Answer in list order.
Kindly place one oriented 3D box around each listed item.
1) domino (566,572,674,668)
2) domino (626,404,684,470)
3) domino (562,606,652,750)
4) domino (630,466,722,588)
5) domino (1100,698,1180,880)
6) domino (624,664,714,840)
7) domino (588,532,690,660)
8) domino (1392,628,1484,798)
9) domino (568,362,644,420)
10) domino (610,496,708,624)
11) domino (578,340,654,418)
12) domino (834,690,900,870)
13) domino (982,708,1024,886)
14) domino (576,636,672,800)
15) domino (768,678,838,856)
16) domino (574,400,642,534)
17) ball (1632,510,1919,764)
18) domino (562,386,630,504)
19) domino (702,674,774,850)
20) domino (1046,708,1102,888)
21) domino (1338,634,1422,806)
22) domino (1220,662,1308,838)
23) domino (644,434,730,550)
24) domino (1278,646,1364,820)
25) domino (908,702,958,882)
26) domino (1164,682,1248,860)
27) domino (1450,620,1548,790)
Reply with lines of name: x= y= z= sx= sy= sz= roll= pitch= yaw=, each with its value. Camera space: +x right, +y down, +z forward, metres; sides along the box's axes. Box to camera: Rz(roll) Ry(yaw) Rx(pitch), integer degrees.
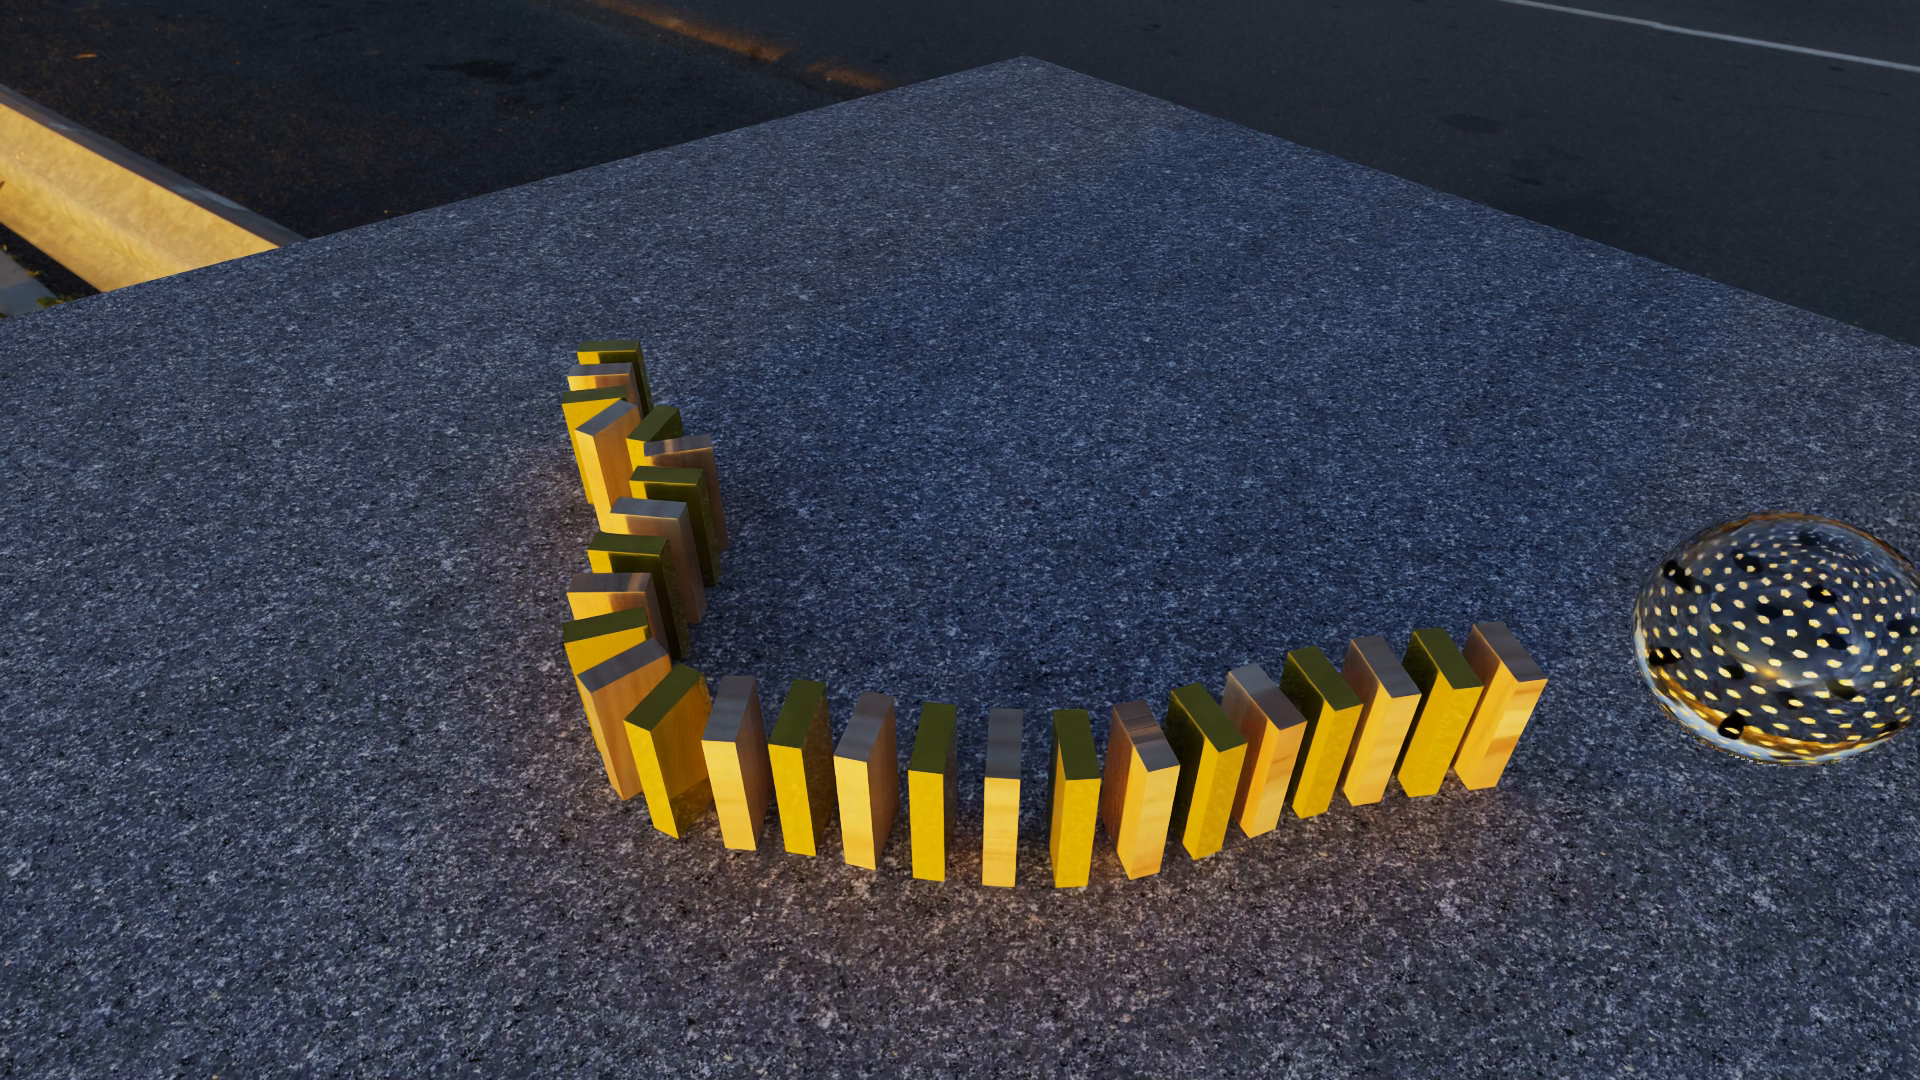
domino: x=-0.113 y=0.033 z=0.371 sx=0.025 sy=0.050 sz=0.009 roll=0 pitch=39 yaw=-1
domino: x=-0.119 y=-0.026 z=0.443 sx=0.010 sy=0.050 sz=0.025 roll=11 pitch=40 yaw=13
domino: x=-0.110 y=0.045 z=0.356 sx=0.025 sy=0.050 sz=0.009 roll=-12 pitch=41 yaw=-14
domino: x=-0.107 y=-0.004 z=0.417 sx=0.025 sy=0.050 sz=0.009 roll=3 pitch=39 yaw=4
domino: x=0.052 y=0.073 z=0.322 sx=0.009 sy=0.050 sz=0.025 roll=-10 pitch=40 yaw=-12
domino: x=-0.085 y=0.064 z=0.333 sx=0.010 sy=0.050 sz=0.025 roll=18 pitch=43 yaw=20
domino: x=-0.112 y=0.021 z=0.386 sx=0.025 sy=0.050 sz=0.009 roll=4 pitch=40 yaw=5
domino: x=0.146 y=0.054 z=0.345 sx=0.010 sy=0.050 sz=0.025 roll=-5 pitch=40 yaw=-6
domino: x=-0.150 y=-0.052 z=0.475 sx=0.025 sy=0.050 sz=0.009 roll=-3 pitch=39 yaw=-4
domino: x=-0.109 y=0.008 z=0.402 sx=0.025 sy=0.050 sz=0.010 roll=5 pitch=40 yaw=6
domino: x=-0.152 y=-0.064 z=0.490 sx=0.025 sy=0.050 sz=0.009 roll=-2 pitch=39 yaw=-2
domino: x=-0.027 y=0.071 z=0.324 sx=0.010 sy=0.050 sz=0.025 roll=9 pitch=40 yaw=11
domino: x=0.012 y=0.075 z=0.320 sx=0.010 sy=0.050 sz=0.025 roll=3 pitch=39 yaw=3
domino: x=-0.100 y=0.056 z=0.343 sx=0.025 sy=0.050 sz=0.010 roll=-28 pitch=47 yaw=-30
domino: x=-0.046 y=0.068 z=0.328 sx=0.009 sy=0.050 sz=0.025 roll=7 pitch=40 yaw=8
domino: x=-0.138 y=-0.029 z=0.446 sx=0.010 sy=0.050 sz=0.025 roll=20 pitch=43 yaw=22
ball: x=0.261 y=0.031 z=0.350 sx=0.080 sy=0.080 sz=0.080 roll=0 pitch=39 yaw=0
domino: x=-0.148 y=-0.039 z=0.460 sx=0.025 sy=0.050 sz=0.009 roll=-8 pitch=40 yaw=-9
domino: x=-0.066 y=0.067 z=0.329 sx=0.009 sy=0.050 sz=0.025 roll=3 pitch=39 yaw=4
domino: x=0.032 y=0.075 z=0.319 sx=0.009 sy=0.050 sz=0.025 roll=-2 pitch=39 yaw=-3
domino: x=0.126 y=0.057 z=0.342 sx=0.009 sy=0.050 sz=0.025 roll=-7 pitch=40 yaw=-9
domino: x=0.089 y=0.064 z=0.333 sx=0.010 sy=0.050 sz=0.025 roll=-15 pitch=42 yaw=-18
domino: x=-0.107 y=-0.017 z=0.432 sx=0.025 sy=0.050 sz=0.009 roll=-10 pitch=40 yaw=-12
domino: x=0.107 y=0.060 z=0.339 sx=0.010 sy=0.050 sz=0.025 roll=-12 pitch=41 yaw=-14
domino: x=-0.007 y=0.074 z=0.321 sx=0.009 sy=0.050 sz=0.025 roll=5 pitch=40 yaw=7
domino: x=0.070 y=0.069 z=0.327 sx=0.009 sy=0.050 sz=0.025 roll=-15 pitch=42 yaw=-17
domino: x=0.166 y=0.053 z=0.347 sx=0.010 sy=0.050 sz=0.025 roll=-6 pitch=40 yaw=-8
